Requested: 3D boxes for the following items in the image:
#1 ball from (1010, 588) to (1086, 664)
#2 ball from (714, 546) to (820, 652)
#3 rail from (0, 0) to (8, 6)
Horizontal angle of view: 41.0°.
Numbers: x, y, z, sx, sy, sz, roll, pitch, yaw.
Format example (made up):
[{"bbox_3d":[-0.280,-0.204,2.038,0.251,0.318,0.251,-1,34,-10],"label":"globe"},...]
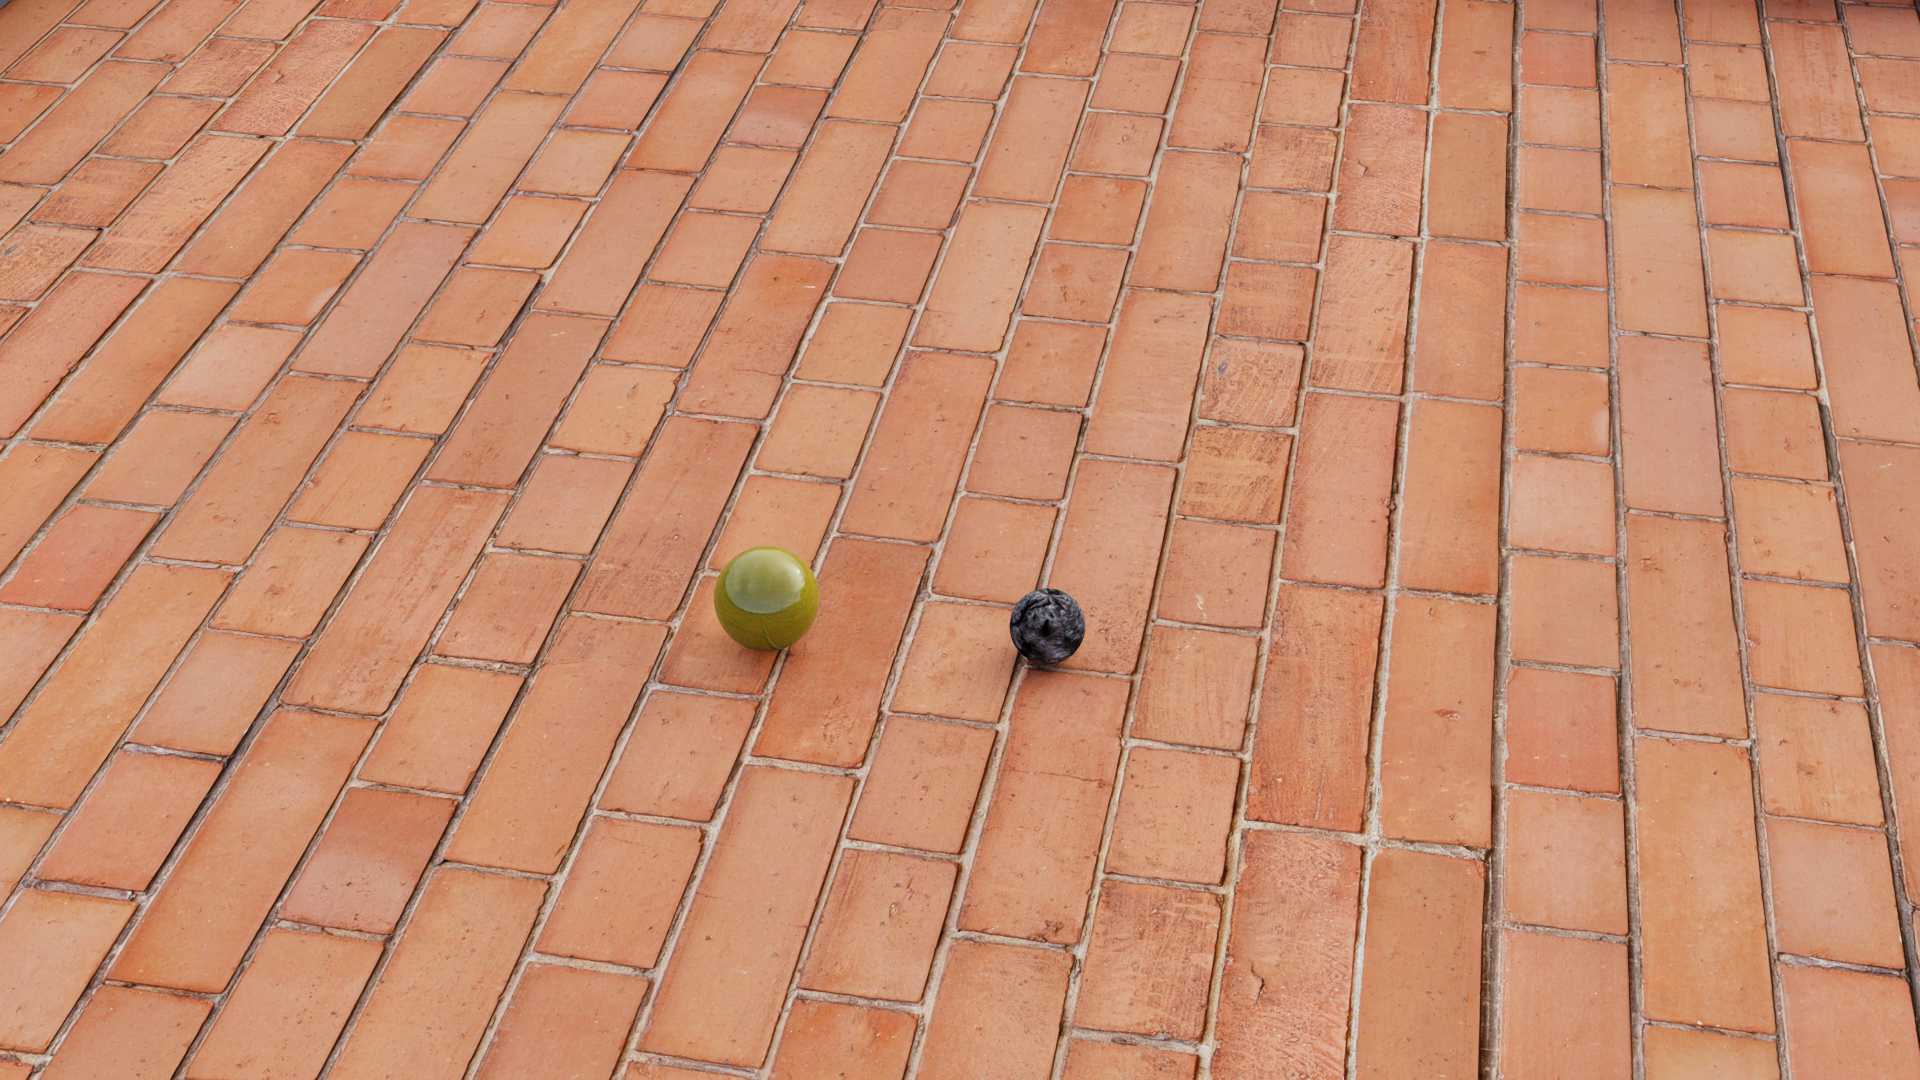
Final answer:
[{"bbox_3d":[0.056,0.056,1.657,0.049,0.049,0.049,0,35,0],"label":"ball"},{"bbox_3d":[-0.125,0.038,1.665,0.069,0.069,0.069,0,35,0],"label":"ball"},{"bbox_3d":[-1.054,-0.142,1.868,0.045,0.124,2.303,6,36,9],"label":"rail"}]
